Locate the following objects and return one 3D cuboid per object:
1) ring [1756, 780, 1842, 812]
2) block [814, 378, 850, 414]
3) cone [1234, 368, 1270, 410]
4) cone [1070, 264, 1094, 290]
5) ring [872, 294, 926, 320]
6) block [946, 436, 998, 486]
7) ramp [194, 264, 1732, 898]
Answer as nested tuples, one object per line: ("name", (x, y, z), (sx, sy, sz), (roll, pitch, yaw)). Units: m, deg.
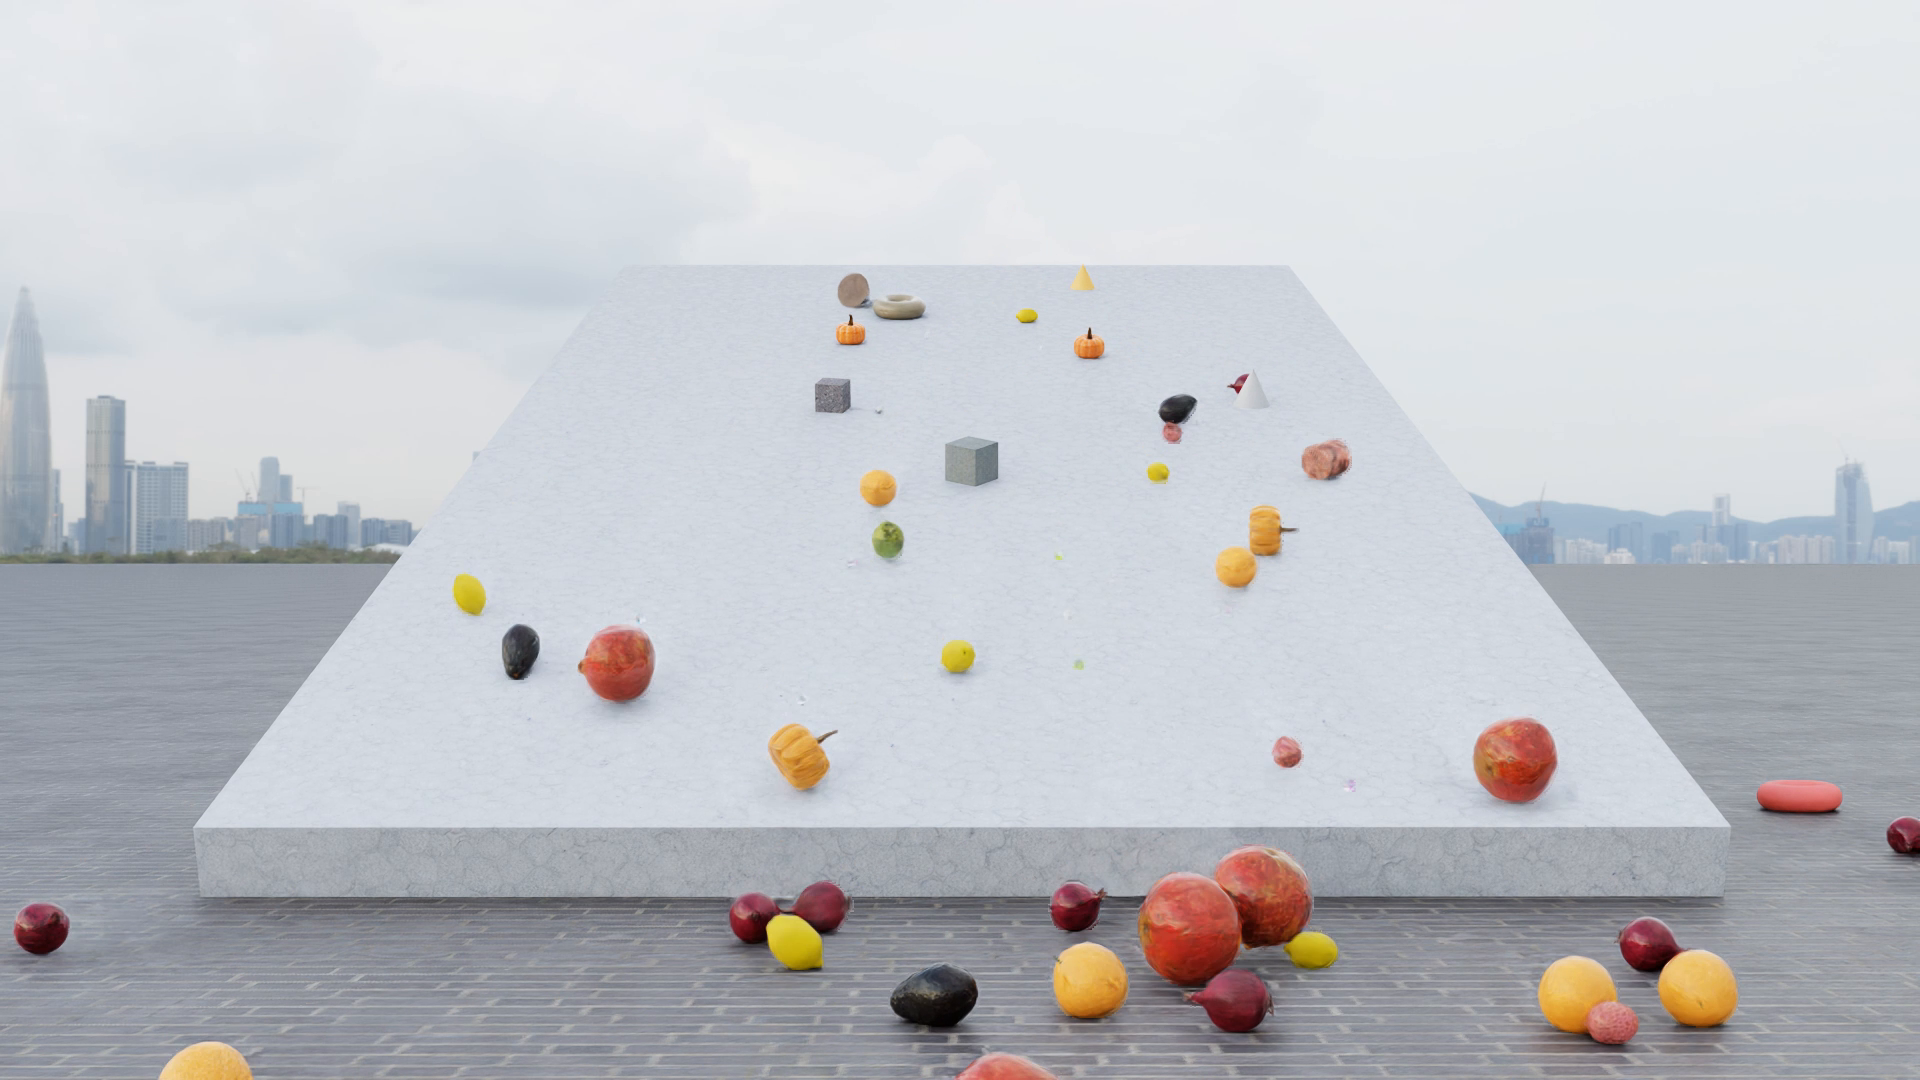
("ring", (1.484, 0.453, 3.942), (0.143, 0.048, 0.143), (-1, 0, 0))
("block", (-0.285, -0.325, 5.006), (0.064, 0.064, 0.064), (4, 18, 13))
("cone", (0.662, -0.348, 5.050), (0.085, 0.085, 0.085), (0, 17, 0))
("cone", (0.351, -0.754, 6.361), (0.072, 0.072, 0.072), (0, 17, 0))
("ring", (-0.163, -0.627, 5.995), (0.143, 0.048, 0.143), (0, 19, 0))
("block", (0.023, -0.158, 4.457), (0.076, 0.076, 0.076), (13, 22, 36))
("ramp", (-0.003, -0.180, 4.821), (2.000, 0.100, 4.000), (0, 17, 0))
